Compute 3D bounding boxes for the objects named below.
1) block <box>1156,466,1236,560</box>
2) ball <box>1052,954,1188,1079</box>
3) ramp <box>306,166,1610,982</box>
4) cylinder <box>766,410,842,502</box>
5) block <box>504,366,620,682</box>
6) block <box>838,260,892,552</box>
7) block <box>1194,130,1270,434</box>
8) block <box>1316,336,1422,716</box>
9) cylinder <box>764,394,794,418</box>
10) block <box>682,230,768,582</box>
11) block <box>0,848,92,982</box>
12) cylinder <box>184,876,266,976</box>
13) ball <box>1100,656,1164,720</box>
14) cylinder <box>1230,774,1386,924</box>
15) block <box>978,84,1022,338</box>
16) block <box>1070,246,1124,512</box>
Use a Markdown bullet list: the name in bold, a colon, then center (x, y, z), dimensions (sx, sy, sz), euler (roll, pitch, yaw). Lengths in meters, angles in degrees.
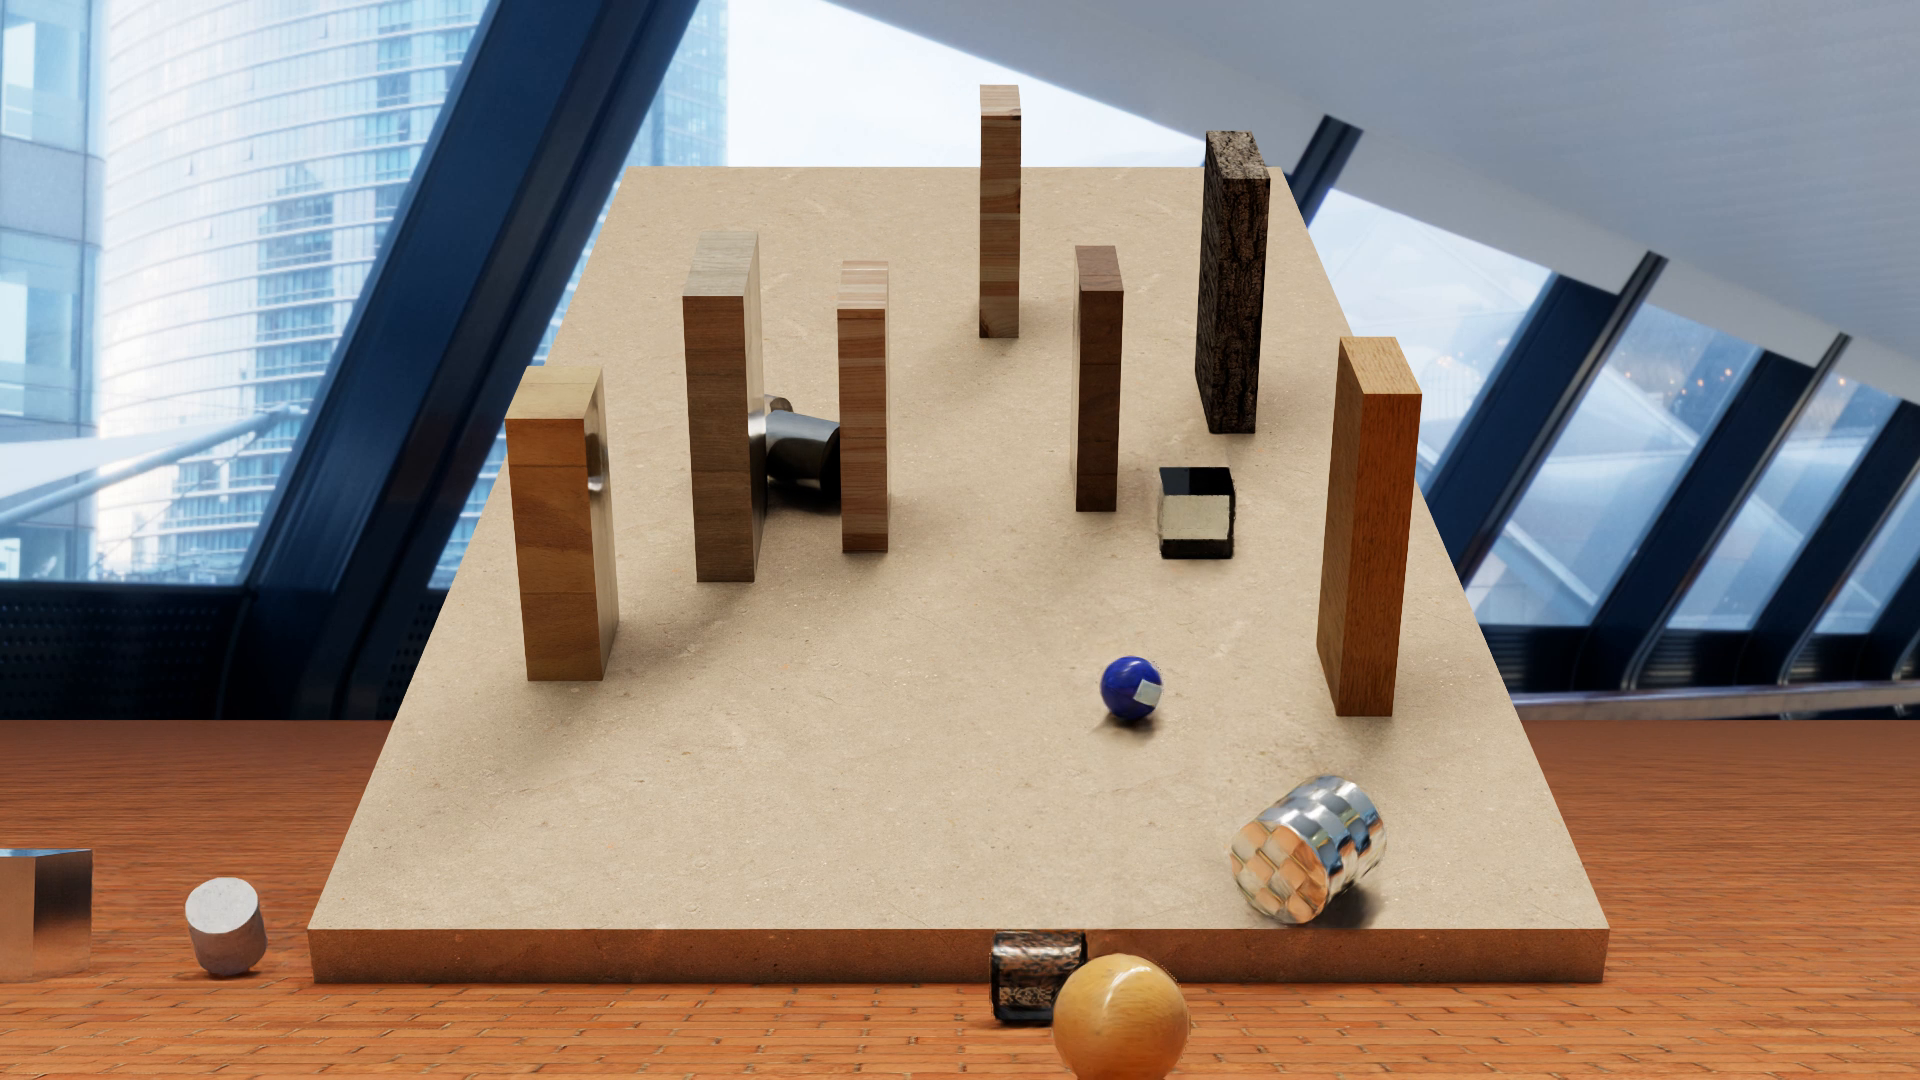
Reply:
- **block**: center (0.480, -0.056, 4.799), dimensions (0.143, 0.143, 0.143), euler (0, 26, 0)
- **ball**: center (0.177, 0.533, 2.598), dimensions (0.151, 0.151, 0.151), euler (0, -4, 0)
- **ramp**: center (-0.010, -0.229, 5.433), dimensions (2.000, 0.100, 4.000), euler (0, 26, 0)
- **cylinder**: center (-0.329, -0.181, 5.026), dimensions (0.167, 0.167, 0.167), euler (13, 2, 25)
- **block**: center (-0.723, -0.030, 4.305), dimensions (0.137, 0.521, 0.247), euler (0, 26, 0)
- **block**: center (-0.193, -0.274, 4.806), dimensions (0.093, 0.527, 0.292), euler (0, 26, 0)
- **block**: center (0.619, -0.593, 5.385), dimensions (0.103, 0.599, 0.371), euler (0, 26, 0)
- **block**: center (0.722, -0.023, 4.182), dimensions (0.098, 0.621, 0.267), euler (0, 26, 0)
- **cylinder**: center (-0.475, -0.247, 5.164), dimensions (0.165, 0.165, 0.165), euler (13, 2, 25)
- **block**: center (-0.465, -0.270, 4.712), dimensions (0.115, 0.600, 0.384), euler (0, 26, 0)
- **block**: center (-1.527, 0.597, 3.762), dimensions (0.194, 0.194, 0.194), euler (0, -4, 5)
- **cylinder**: center (-1.170, 0.616, 3.754), dimensions (0.111, 0.111, 0.111), euler (0, -45, -5)
- **ball**: center (0.304, 0.262, 4.175), dimensions (0.113, 0.113, 0.113), euler (0, -4, 0)
- **cylinder**: center (0.541, 0.480, 3.657), dimensions (0.174, 0.174, 0.174), euler (-4, 17, 43)
- **block**: center (0.098, -0.825, 5.897), dimensions (0.099, 0.569, 0.287), euler (0, 26, 0)
- **block**: center (0.287, -0.344, 4.991), dimensions (0.085, 0.493, 0.284), euler (0, 26, 0)
